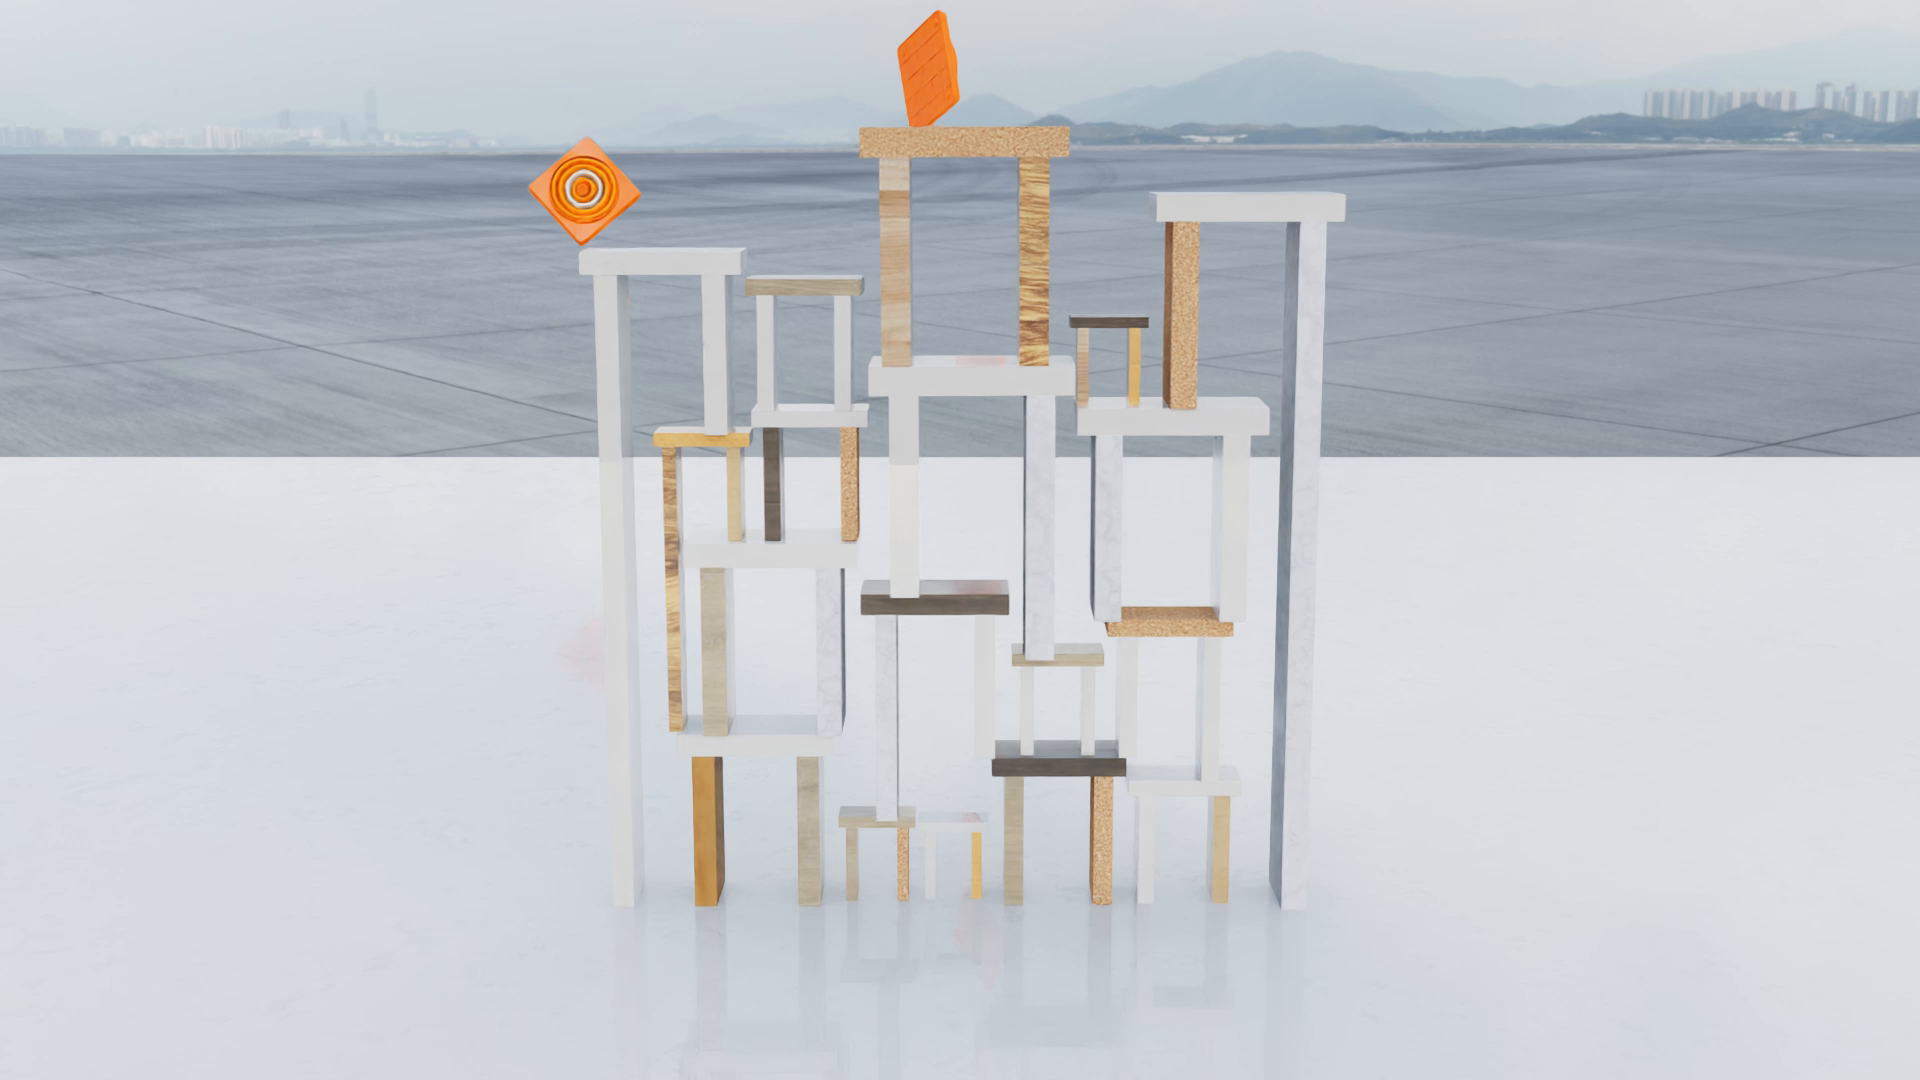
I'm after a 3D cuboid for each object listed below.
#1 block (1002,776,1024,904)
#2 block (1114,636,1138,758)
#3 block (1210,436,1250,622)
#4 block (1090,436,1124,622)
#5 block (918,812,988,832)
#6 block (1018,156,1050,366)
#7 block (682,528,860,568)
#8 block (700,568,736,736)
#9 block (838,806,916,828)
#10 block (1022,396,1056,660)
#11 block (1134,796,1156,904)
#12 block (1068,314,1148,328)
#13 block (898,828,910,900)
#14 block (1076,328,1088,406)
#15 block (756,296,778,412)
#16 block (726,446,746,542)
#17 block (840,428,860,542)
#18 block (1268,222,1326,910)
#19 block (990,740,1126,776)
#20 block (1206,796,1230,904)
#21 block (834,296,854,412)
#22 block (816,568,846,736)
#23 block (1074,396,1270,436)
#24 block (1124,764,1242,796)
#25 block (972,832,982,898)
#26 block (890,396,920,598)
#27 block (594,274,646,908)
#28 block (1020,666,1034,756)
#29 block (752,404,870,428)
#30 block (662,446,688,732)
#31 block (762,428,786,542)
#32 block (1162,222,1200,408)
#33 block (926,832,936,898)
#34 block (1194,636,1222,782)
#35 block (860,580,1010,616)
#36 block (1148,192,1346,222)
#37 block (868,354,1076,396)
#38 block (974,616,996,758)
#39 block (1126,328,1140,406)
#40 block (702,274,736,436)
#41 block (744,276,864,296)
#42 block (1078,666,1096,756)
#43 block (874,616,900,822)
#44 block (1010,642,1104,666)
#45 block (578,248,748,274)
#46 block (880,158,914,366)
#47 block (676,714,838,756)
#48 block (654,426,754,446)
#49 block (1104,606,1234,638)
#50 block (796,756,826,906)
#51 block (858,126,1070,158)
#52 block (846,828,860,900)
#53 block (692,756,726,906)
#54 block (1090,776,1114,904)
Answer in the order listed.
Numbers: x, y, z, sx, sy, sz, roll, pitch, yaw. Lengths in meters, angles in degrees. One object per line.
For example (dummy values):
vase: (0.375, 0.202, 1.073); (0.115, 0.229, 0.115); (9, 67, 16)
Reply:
block: (0.088, 0.482, 3.649); (0.031, 0.219, 0.109); (0, 11, 0)
block: (0.272, 0.246, 3.603); (0.029, 0.202, 0.101); (0, 10, 0)
block: (0.436, -0.031, 3.558); (0.043, 0.301, 0.150); (0, 11, 0)
block: (0.236, -0.030, 3.559); (0.043, 0.301, 0.150); (0, 11, 0)
block: (-0.011, 0.468, 3.650); (0.115, 0.016, 0.058); (0, 11, 0)
block: (0.115, -0.444, 3.474); (0.046, 0.321, 0.161); (0, 11, 0)
block: (-0.302, 0.013, 3.563); (0.276, 0.039, 0.138); (0, 11, 0)
block: (-0.394, 0.168, 3.591); (0.039, 0.276, 0.138); (0, 11, 0)
block: (-0.136, 0.458, 3.640); (0.126, 0.018, 0.063); (0, 10, 0)
block: (0.127, -0.031, 3.550); (0.046, 0.425, 0.162); (0, 11, 0)
block: (0.306, 0.500, 3.652); (0.026, 0.184, 0.092); (0, 11, 0)
block: (0.236, -0.348, 3.495); (0.122, 0.017, 0.061); (0, 11, 0)
block: (-0.094, 0.529, 3.653); (0.018, 0.126, 0.063); (0, 11, 0)
block: (0.195, -0.279, 3.507); (0.017, 0.122, 0.061); (0, 11, 0)
block: (-0.306, -0.301, 3.502); (0.026, 0.182, 0.091); (0, 11, 0)
block: (-0.360, -0.080, 3.541); (0.022, 0.152, 0.076); (0, 11, 0)
block: (-0.177, -0.097, 3.544); (0.026, 0.184, 0.092); (0, 11, 0)
block: (0.545, 0.043, 3.564); (0.041, 1.114, 0.145); (0, 11, 0)
block: (0.161, 0.360, 3.626); (0.219, 0.031, 0.109); (0, 11, 0)
block: (0.429, 0.500, 3.651); (0.026, 0.184, 0.092); (0, 11, 0)
block: (-0.184, -0.301, 3.500); (0.026, 0.182, 0.091); (1, 11, 1)
block: (-0.210, 0.168, 3.592); (0.039, 0.276, 0.138); (0, 11, 0)
block: (0.336, -0.199, 3.527); (0.301, 0.043, 0.150); (0, 11, 0)
block: (0.367, 0.397, 3.632); (0.184, 0.026, 0.092); (0, 11, 0)
block: (0.028, 0.533, 3.662); (0.016, 0.115, 0.058); (0, 11, 0)
block: (-0.088, -0.082, 3.543); (0.046, 0.323, 0.162); (0, 10, 0)
block: (-0.552, 0.084, 3.573); (0.036, 1.031, 0.126); (0, 11, 0)
block: (0.109, 0.271, 3.610); (0.021, 0.149, 0.075); (0, 11, 0)
block: (-0.238, -0.200, 3.524); (0.184, 0.026, 0.092); (0, 11, 0)
block: (-0.462, 0.075, 3.569); (0.022, 0.468, 0.076); (0, 11, 0)
block: (-0.299, -0.097, 3.543); (0.026, 0.184, 0.092); (0, 11, 0)
block: (0.350, -0.362, 3.489); (0.041, 0.291, 0.145); (0, 11, 0)
block: (-0.049, 0.533, 3.662); (0.016, 0.115, 0.058); (0, 11, 0)
block: (0.407, 0.266, 3.606); (0.029, 0.242, 0.101); (0, 11, 0)
block: (-0.040, 0.093, 3.579); (0.238, 0.034, 0.119); (0, 10, 0)
block: (0.448, -0.525, 3.458); (0.291, 0.041, 0.145); (0, 11, 0)
block: (0.019, -0.263, 3.508); (0.323, 0.046, 0.162); (0, 11, 0)
block: (0.040, 0.227, 3.604); (0.034, 0.239, 0.119); (0, 11, 0)
block: (0.276, -0.279, 3.507); (0.017, 0.122, 0.061); (0, 11, 0)
block: (-0.384, -0.300, 3.503); (0.036, 0.251, 0.126); (0, 11, 0)
block: (-0.244, -0.403, 3.482); (0.182, 0.026, 0.091); (0, 11, 1)
block: (0.209, 0.271, 3.610); (0.021, 0.149, 0.075); (0, 11, 0)
block: (-0.119, 0.279, 3.614); (0.034, 0.344, 0.119); (0, 10, 0)
block: (0.159, 0.187, 3.594); (0.149, 0.021, 0.075); (0, 11, 0)
block: (-0.467, -0.441, 3.476); (0.251, 0.036, 0.126); (0, 11, -1)
block: (-0.099, -0.443, 3.475); (0.046, 0.321, 0.161); (0, 11, 0)
block: (-0.332, 0.321, 3.622); (0.255, 0.036, 0.127); (0, 11, 0)
block: (-0.411, -0.166, 3.527); (0.152, 0.022, 0.076); (0, 11, 0)
block: (0.339, 0.133, 3.582); (0.202, 0.029, 0.101); (0, 11, 0)
block: (-0.247, 0.464, 3.648); (0.036, 0.255, 0.127); (0, 11, 0)
block: (0.007, -0.624, 3.440); (0.321, 0.046, 0.161); (0, 11, 0)
block: (-0.178, 0.529, 3.653); (0.018, 0.126, 0.063); (0, 11, 0)
block: (-0.417, 0.464, 3.648); (0.036, 0.255, 0.127); (0, 10, 0)
block: (0.234, 0.482, 3.649); (0.031, 0.219, 0.109); (0, 11, 0)
